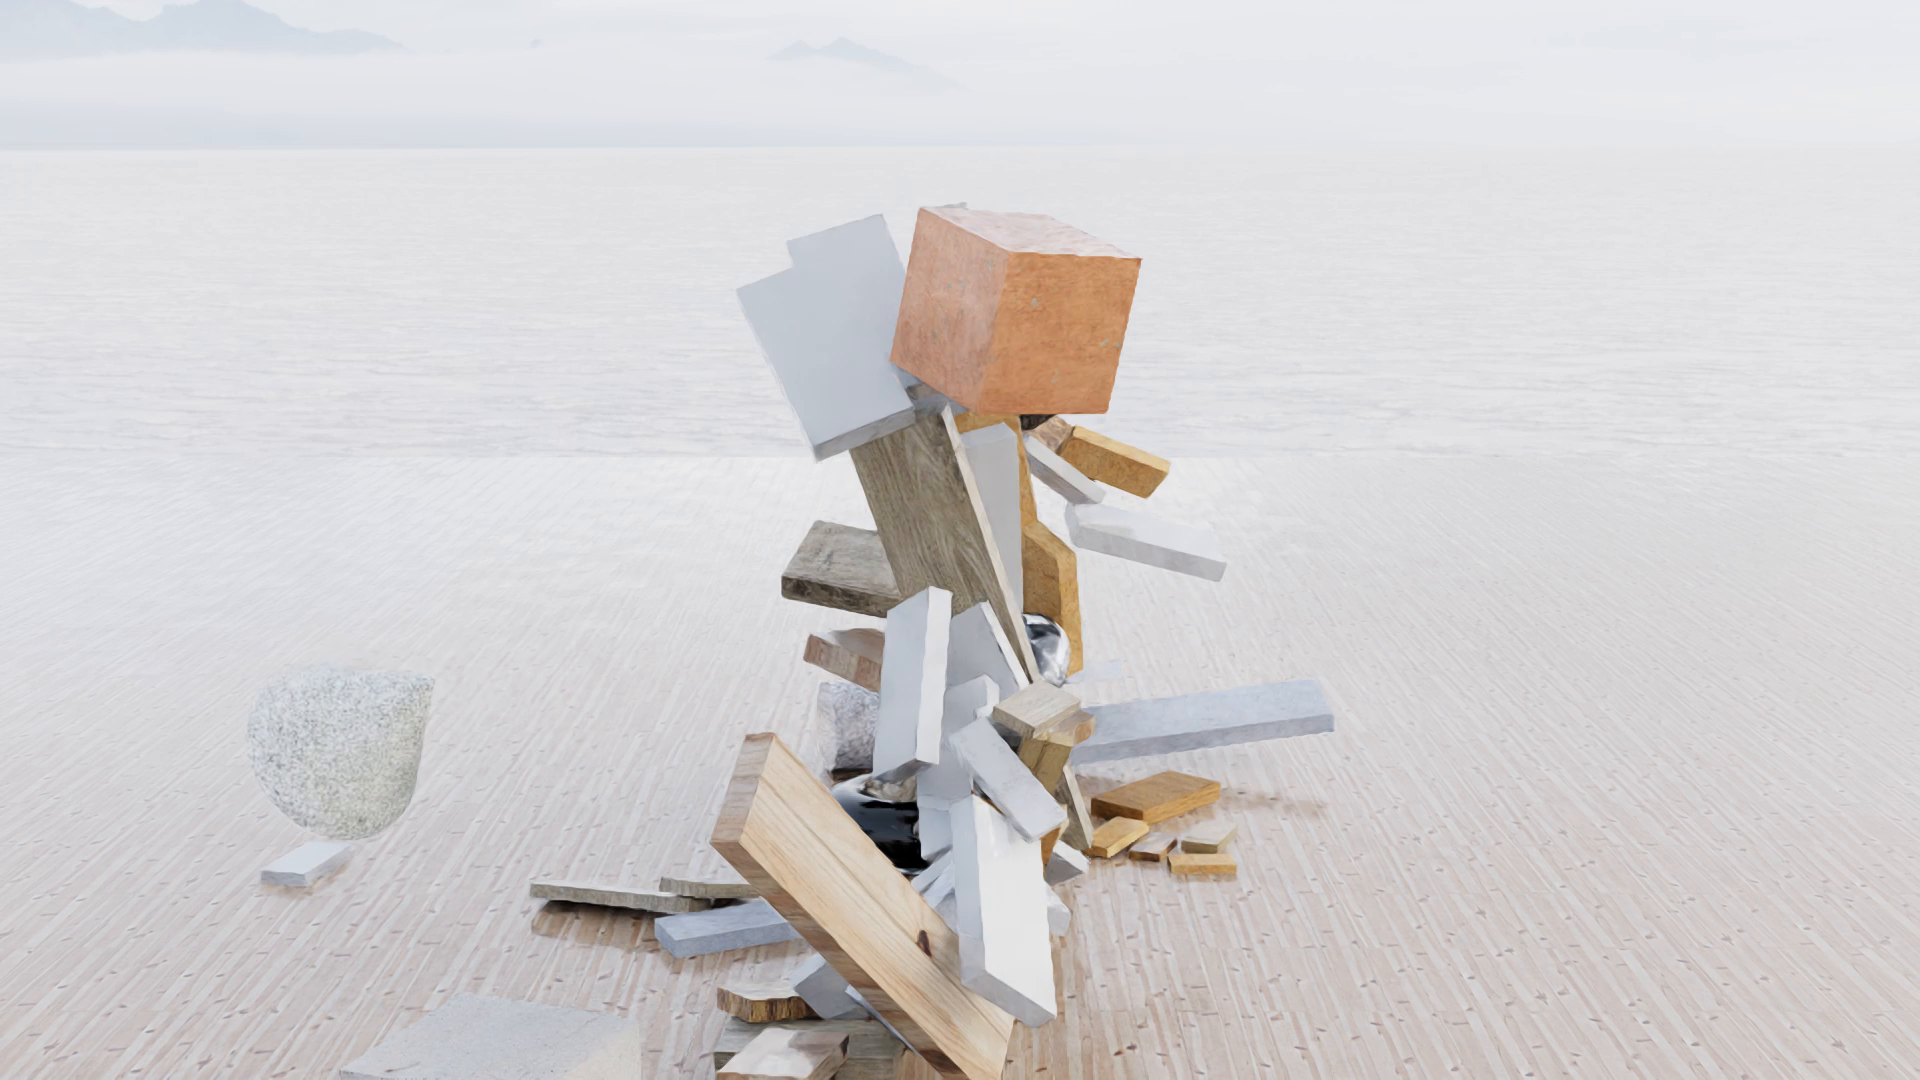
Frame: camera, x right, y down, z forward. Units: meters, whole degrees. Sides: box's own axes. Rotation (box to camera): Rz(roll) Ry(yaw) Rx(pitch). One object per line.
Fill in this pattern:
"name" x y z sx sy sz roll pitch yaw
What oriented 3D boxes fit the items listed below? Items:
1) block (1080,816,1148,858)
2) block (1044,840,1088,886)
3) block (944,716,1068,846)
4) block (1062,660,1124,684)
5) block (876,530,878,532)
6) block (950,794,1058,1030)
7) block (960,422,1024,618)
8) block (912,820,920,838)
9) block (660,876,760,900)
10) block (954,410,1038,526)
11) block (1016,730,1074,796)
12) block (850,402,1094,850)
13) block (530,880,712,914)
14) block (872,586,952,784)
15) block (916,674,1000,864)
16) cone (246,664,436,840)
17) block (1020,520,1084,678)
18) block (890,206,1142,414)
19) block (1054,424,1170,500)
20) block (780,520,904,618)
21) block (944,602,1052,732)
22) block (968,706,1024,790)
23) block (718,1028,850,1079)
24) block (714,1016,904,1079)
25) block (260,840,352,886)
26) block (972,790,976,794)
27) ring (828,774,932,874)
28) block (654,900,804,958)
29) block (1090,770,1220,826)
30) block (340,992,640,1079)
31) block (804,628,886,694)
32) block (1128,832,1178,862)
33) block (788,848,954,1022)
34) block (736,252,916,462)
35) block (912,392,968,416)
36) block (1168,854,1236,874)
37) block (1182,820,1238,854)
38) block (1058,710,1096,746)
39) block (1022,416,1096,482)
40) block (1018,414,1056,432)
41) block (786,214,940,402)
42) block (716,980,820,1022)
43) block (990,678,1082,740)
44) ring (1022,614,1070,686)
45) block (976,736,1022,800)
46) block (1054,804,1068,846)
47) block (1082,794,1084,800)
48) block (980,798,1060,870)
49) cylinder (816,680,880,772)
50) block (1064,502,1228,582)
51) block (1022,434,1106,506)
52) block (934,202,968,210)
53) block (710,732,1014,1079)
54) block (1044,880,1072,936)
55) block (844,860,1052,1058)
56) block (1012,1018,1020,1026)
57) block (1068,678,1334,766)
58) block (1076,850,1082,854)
"block" 0.271 0.528 3.909 0.066 0.019 0.132 6 18 37
"block" 0.123 0.530 3.574 0.086 0.024 0.172 36 -38 -16
"block" 0.062 0.323 2.962 0.065 0.018 0.185 -26 63 -32
"block" 0.176 0.273 4.446 0.277 0.039 0.139 -2 -4 -29
"block" -0.060 0.114 4.279 0.177 0.354 0.050 -28 32 34
"block" 0.055 0.478 2.847 0.040 0.140 0.280 -33 37 25
"block" 0.012 -0.010 3.681 0.176 0.352 0.050 -15 32 -20
"block" 0.021 0.473 3.498 0.172 0.024 0.086 27 -44 -21
"block" -0.406 0.567 3.582 0.081 0.023 0.162 3 -7 33
"block" 0.018 -0.184 3.842 0.176 0.352 0.050 -9 23 6
"block" 0.107 0.313 3.043 0.065 0.131 0.018 13 44 -6
"block" 0.022 0.163 3.488 0.161 0.786 0.046 -12 22 18
"block" -0.553 0.580 3.579 0.288 0.023 0.081 2 -5 20
"block" -0.072 0.219 3.319 0.039 0.272 0.136 17 -26 -26
"block" 0.001 0.346 3.311 0.136 0.272 0.039 -25 -43 23
"cone" -0.841 0.255 3.207 0.283 0.283 0.283 -32 -11 37
"block" 0.173 0.110 4.263 0.042 0.297 0.149 -25 43 -22
"block" 0.079 -0.336 3.224 0.237 0.237 0.237 -2 24 -35
"block" 0.290 -0.148 4.208 0.201 0.028 0.100 21 -35 -11
"block" -0.121 0.065 3.920 0.354 0.050 0.177 11 38 14
"block" 0.041 0.247 3.415 0.136 0.272 0.039 -29 -7 22
"block" 0.054 0.291 3.118 0.075 0.150 0.021 -11 45 -15
"block" -0.225 0.675 2.831 0.114 0.032 0.228 1 1 10
"block" -0.204 0.696 3.006 0.243 0.034 0.121 1 11 6
"block" -1.124 0.556 3.787 0.081 0.023 0.162 2 11 13
"block" 0.066 0.428 3.178 0.075 0.150 0.021 -10 6 -13
"ring" -0.072 0.490 3.846 0.369 0.123 0.369 1 7 0
"block" -0.297 0.606 3.501 0.360 0.030 0.105 -5 12 -25
"block" 0.369 0.486 4.135 0.121 0.034 0.243 9 14 41
"block" -0.526 0.686 2.500 0.239 0.239 0.239 4 11 21
"block" -0.066 0.245 3.830 0.393 0.050 0.177 21 14 33
"block" 0.342 0.542 3.884 0.056 0.016 0.112 4 11 22
"block" -0.067 0.546 3.059 0.341 0.117 0.033 -38 28 3
"block" -0.207 -0.281 3.347 0.161 0.322 0.046 -23 -30 -9
"block" -0.013 -0.320 3.653 0.176 0.050 0.352 -19 33 10
"block" 0.417 0.559 3.793 0.112 0.016 0.056 0 11 -2
"block" 0.448 0.531 3.934 0.066 0.019 0.132 4 11 22
"block" 0.122 0.399 4.353 0.277 0.039 0.139 -26 33 -36
"block" 0.172 -0.183 4.277 0.226 0.113 0.032 34 -19 -11
"block" 0.121 -0.234 4.096 0.100 0.028 0.201 -31 -8 31
"block" -0.147 -0.352 3.445 0.161 0.322 0.046 -18 -26 -7
"block" -0.229 0.653 3.133 0.210 0.030 0.105 2 -1 -33
"block" 0.102 0.225 2.934 0.065 0.018 0.131 26 25 23
"ring" 0.076 0.275 4.062 0.107 0.322 0.322 40 0 -16
"block" 0.066 0.341 3.106 0.075 0.150 0.021 1 35 -18
"block" 0.057 0.474 3.306 0.127 0.036 0.255 3 27 25
"block" 0.170 0.502 3.905 0.066 0.019 0.132 4 44 22
"block" 0.045 0.490 3.107 0.117 0.234 0.033 17 12 -14
"cylinder" -0.179 0.365 4.388 0.179 0.179 0.179 -3 11 -16
"block" 0.353 -0.002 4.216 0.297 0.042 0.148 14 22 -11
"block" 0.167 -0.131 4.060 0.201 0.028 0.100 35 -14 -28
"block" -0.024 -0.533 3.788 0.088 0.025 0.175 -8 29 1
"block" -0.099 0.476 2.676 0.040 0.686 0.140 -4 52 28
"block" 0.078 0.541 3.389 0.127 0.036 0.255 16 4 -12
"block" -0.014 0.548 2.981 0.280 0.140 0.040 -49 29 -13
"block" 0.024 0.672 3.148 0.103 0.029 0.206 10 15 44
"block" 0.435 0.371 4.439 0.613 0.042 0.148 -7 25 -2
"block" 0.155 0.548 3.782 0.112 0.016 0.056 -3 41 -17
